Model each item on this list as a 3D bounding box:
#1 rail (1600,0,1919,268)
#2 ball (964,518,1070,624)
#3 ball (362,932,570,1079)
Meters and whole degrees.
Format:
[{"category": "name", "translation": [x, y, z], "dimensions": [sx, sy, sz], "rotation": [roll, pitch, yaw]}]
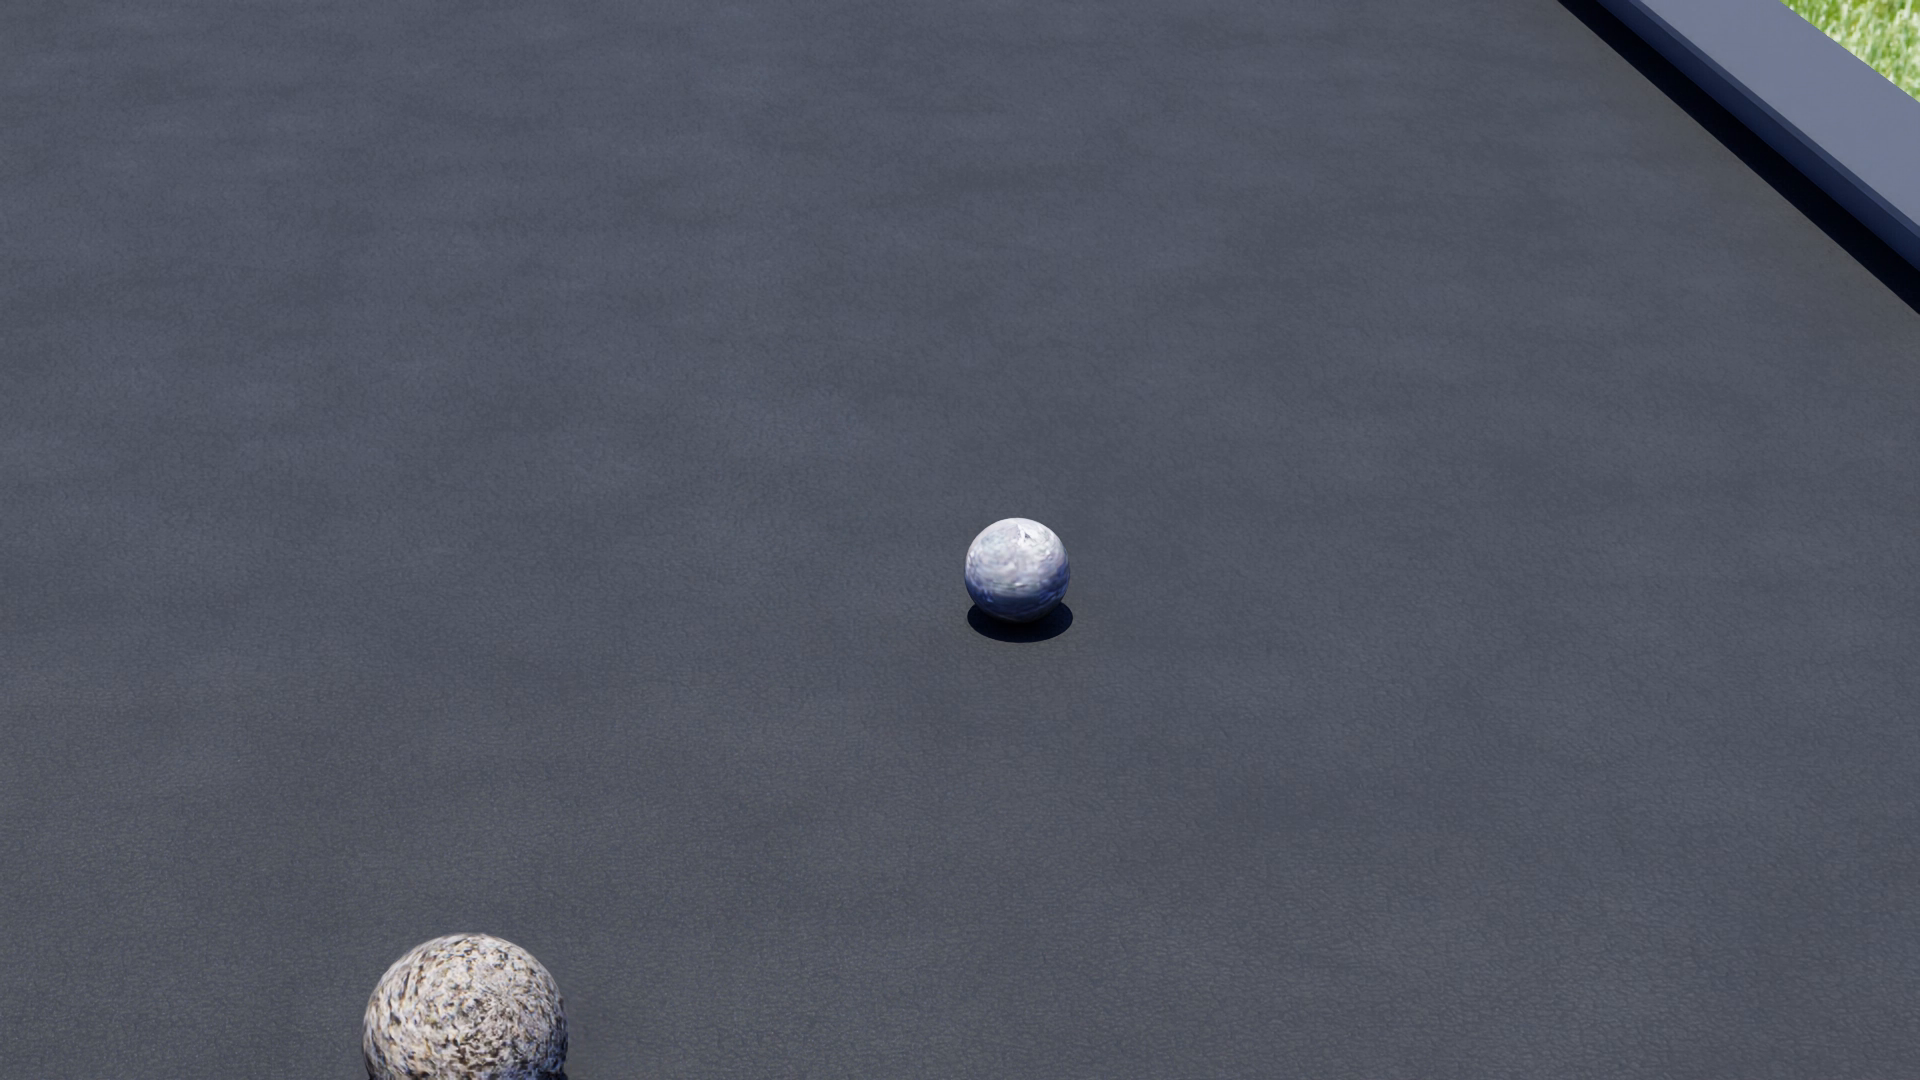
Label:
[{"category": "rail", "translation": [0.674, -0.453, 2.659], "dimensions": [0.045, 0.124, 3.277], "rotation": [-4, 28, -8]}, {"category": "ball", "translation": [0.035, 0.019, 1.814], "dimensions": [0.066, 0.066, 0.066], "rotation": [0, 27, 0]}, {"category": "ball", "translation": [-0.231, 0.231, 1.373], "dimensions": [0.096, 0.096, 0.096], "rotation": [0, 27, 0]}]
